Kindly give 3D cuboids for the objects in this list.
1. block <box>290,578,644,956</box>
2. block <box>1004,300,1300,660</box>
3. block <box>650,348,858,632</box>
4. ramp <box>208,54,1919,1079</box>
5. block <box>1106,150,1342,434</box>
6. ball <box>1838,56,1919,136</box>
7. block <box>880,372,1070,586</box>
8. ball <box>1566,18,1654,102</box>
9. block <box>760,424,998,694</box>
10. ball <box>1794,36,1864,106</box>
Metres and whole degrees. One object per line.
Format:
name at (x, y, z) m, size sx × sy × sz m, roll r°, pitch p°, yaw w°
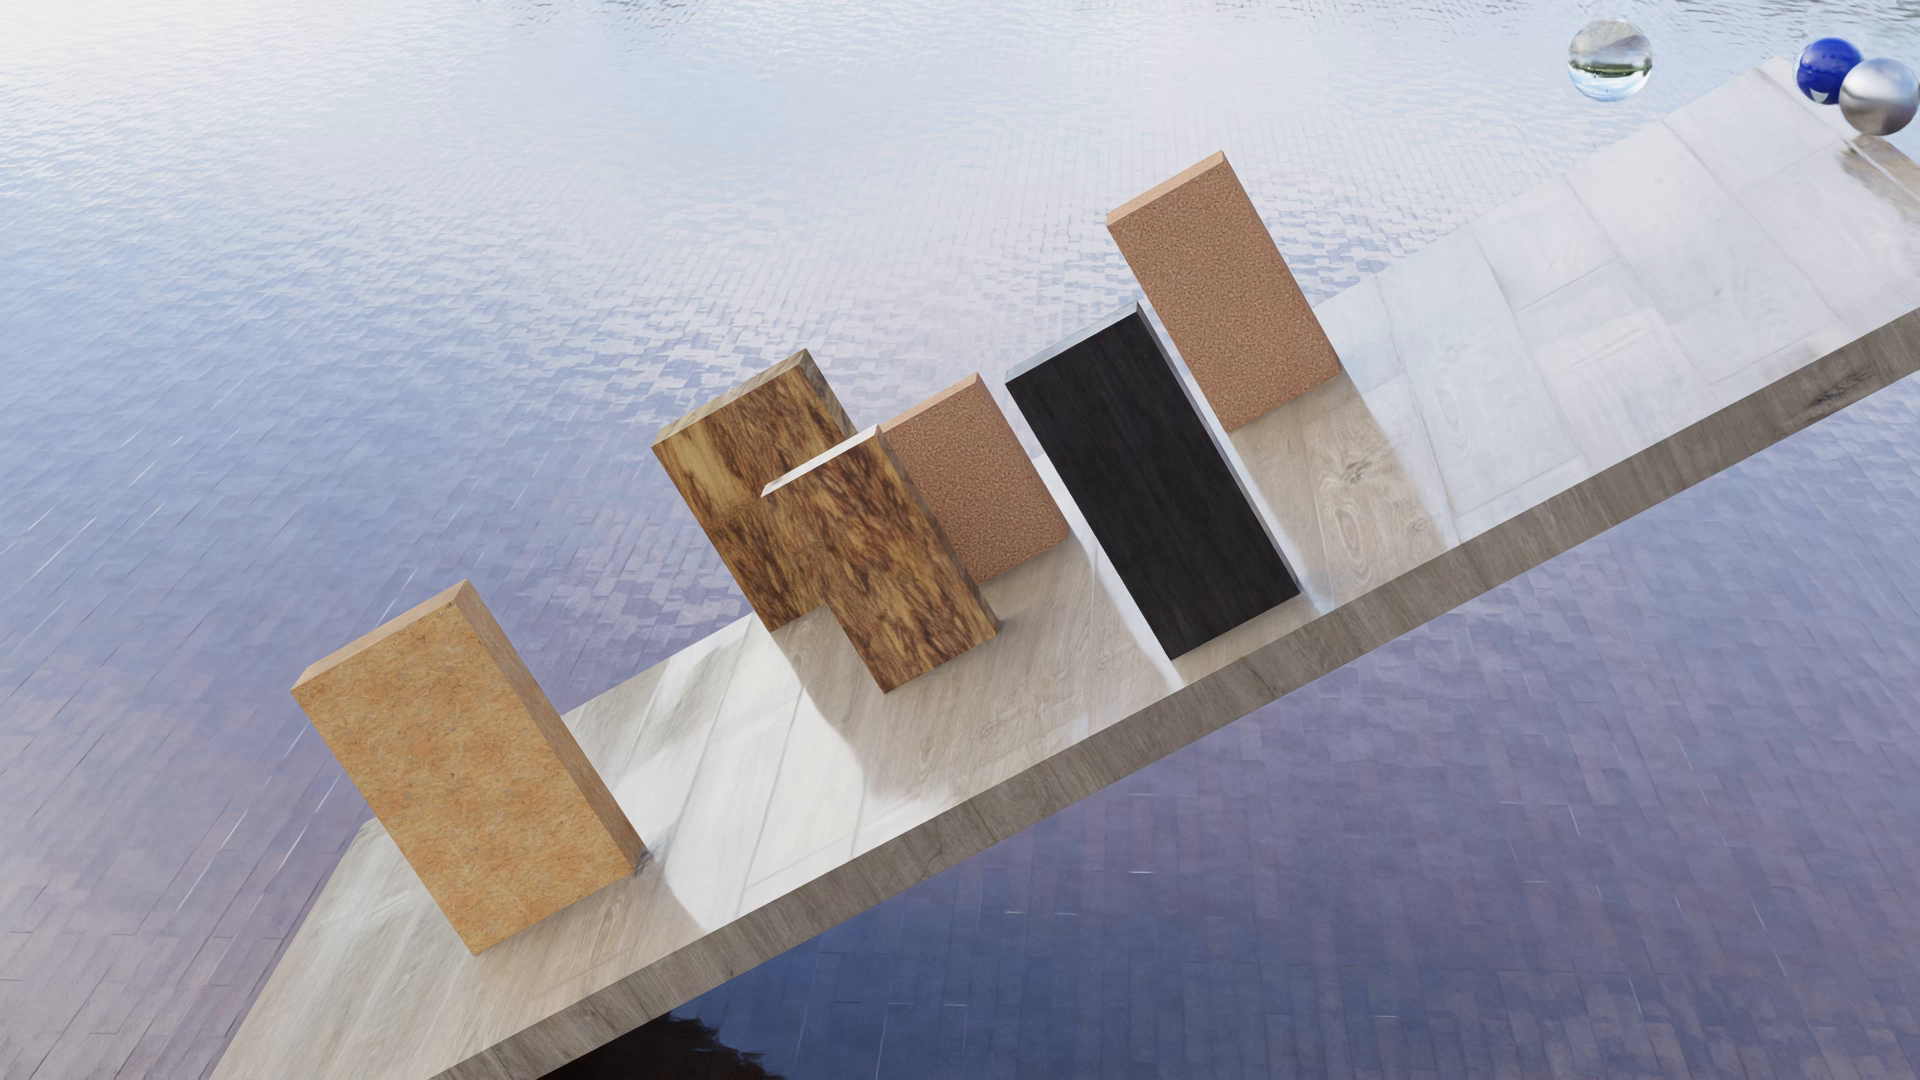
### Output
block at (-1.008, 0.471, 6.055) m, size 0.400 × 0.678 × 0.134 m, roll -28°, pitch 15°, yaw 12°
block at (0.352, -0.105, 5.345) m, size 0.271 × 0.607 × 0.090 m, roll -28°, pitch 15°, yaw 12°
block at (-0.415, -0.118, 7.078) m, size 0.415 × 0.540 × 0.150 m, roll -28°, pitch 15°, yaw 12°
ramp at (0.142, 0.168, 6.285) m, size 4.000 × 0.100 × 2.000 m, roll -28°, pitch 15°, yaw 12°
block at (0.581, -0.545, 6.476) m, size 0.289 × 0.538 × 0.132 m, roll -28°, pitch 15°, yaw 12°
ball at (1.793, -0.864, 5.732) m, size 0.153 × 0.153 × 0.153 m, roll 0°, pitch 19°, yaw 0°
block at (-0.001, -0.112, 6.486) m, size 0.324 × 0.407 × 0.089 m, roll -28°, pitch 15°, yaw 12°
ball at (1.322, -0.976, 5.983) m, size 0.171 × 0.171 × 0.171 m, roll 0°, pitch 19°, yaw 0°
block at (-0.165, 0.042, 6.127) m, size 0.274 × 0.498 × 0.087 m, roll -28°, pitch 15°, yaw 12°
ball at (1.791, -0.966, 6.054) m, size 0.140 × 0.140 × 0.140 m, roll 0°, pitch 19°, yaw 0°
